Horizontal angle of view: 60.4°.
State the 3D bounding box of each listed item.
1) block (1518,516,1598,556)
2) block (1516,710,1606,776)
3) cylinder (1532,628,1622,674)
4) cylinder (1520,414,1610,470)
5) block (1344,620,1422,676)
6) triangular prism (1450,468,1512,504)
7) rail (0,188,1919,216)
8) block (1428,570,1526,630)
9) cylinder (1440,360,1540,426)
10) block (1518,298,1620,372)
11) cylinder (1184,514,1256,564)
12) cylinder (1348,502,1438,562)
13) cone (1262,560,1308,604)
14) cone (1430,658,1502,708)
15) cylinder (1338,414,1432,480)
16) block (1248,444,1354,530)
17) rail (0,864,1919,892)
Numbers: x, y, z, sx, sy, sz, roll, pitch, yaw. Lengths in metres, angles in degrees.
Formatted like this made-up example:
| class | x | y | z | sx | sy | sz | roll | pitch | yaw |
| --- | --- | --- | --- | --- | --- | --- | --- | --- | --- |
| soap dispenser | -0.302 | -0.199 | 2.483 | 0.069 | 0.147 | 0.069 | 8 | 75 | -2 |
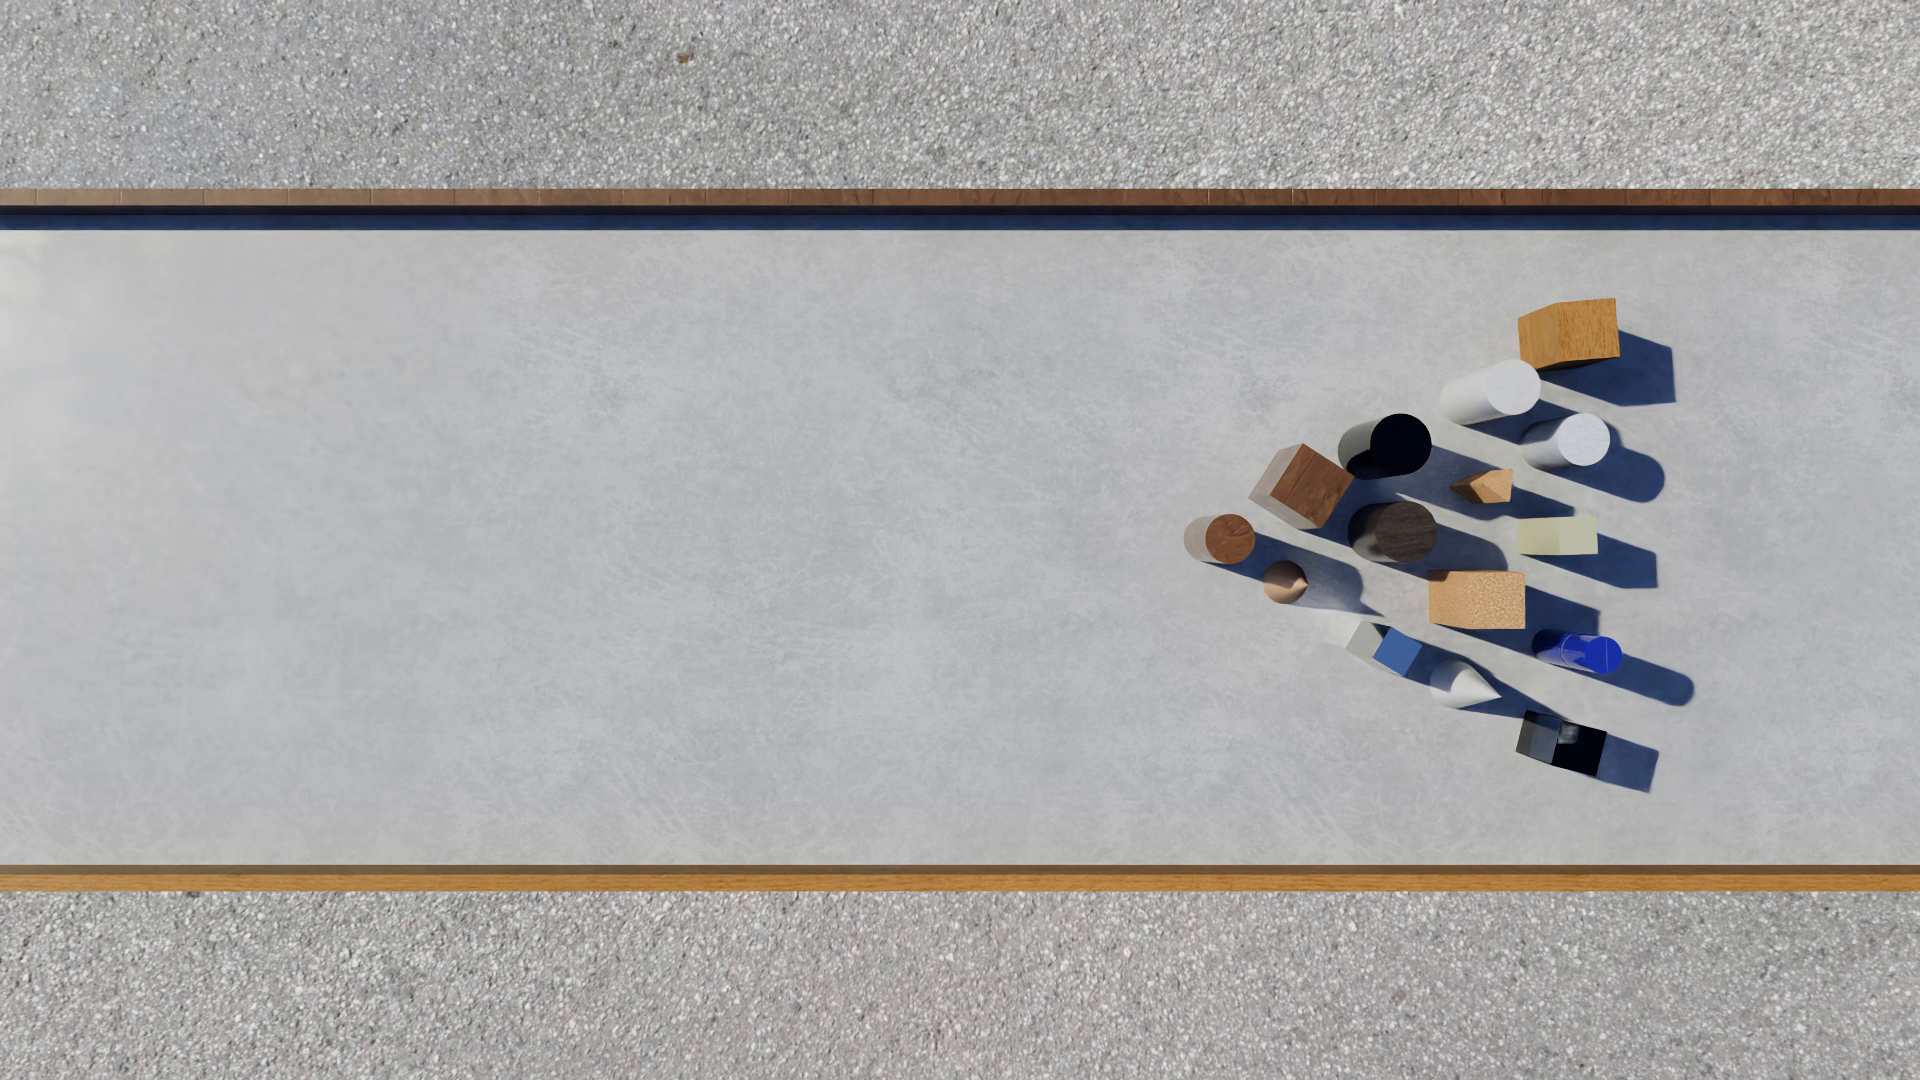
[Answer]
| class | x | y | z | sx | sy | sz | roll | pitch | yaw |
| --- | --- | --- | --- | --- | --- | --- | --- | --- | --- |
| block | 1.773 | -0.013 | 4.904 | 0.108 | 0.345 | 0.108 | -2 | 90 | 0 |
| block | 1.791 | 0.603 | 4.924 | 0.135 | 0.306 | 0.135 | 14 | 90 | 0 |
| cylinder | 1.812 | 0.325 | 4.862 | 0.106 | 0.430 | 0.106 | 0 | 90 | 0 |
| cylinder | 1.798 | -0.290 | 4.916 | 0.152 | 0.321 | 0.152 | 0 | 90 | 0 |
| block | 1.255 | 0.320 | 4.904 | 0.105 | 0.346 | 0.105 | 31 | 90 | 0 |
| triangular prism | 1.568 | -0.172 | 4.914 | 0.095 | 0.325 | 0.082 | 36 | 90 | 0 |
| rail | -2.247 | -1.025 | 5.002 | 12.000 | 0.150 | 0.050 | 0 | 90 | 0 |
| block | 1.524 | 0.172 | 4.879 | 0.160 | 0.394 | 0.160 | 0 | 90 | 0 |
| cylinder | 1.555 | -0.430 | 4.857 | 0.157 | 0.439 | 0.157 | 0 | 90 | 0 |
| block | 1.807 | -0.605 | 4.910 | 0.170 | 0.332 | 0.170 | -5 | 90 | 0 |
| cylinder | 0.758 | -0.003 | 4.852 | 0.141 | 0.450 | 0.141 | 0 | 90 | 0 |
| cylinder | 1.282 | -0.023 | 4.906 | 0.178 | 0.341 | 0.178 | 0 | 90 | 0 |
| cone | 0.999 | 0.130 | 4.905 | 0.135 | 0.343 | 0.135 | 0 | 90 | 0 |
| cone | 1.522 | 0.442 | 4.857 | 0.156 | 0.438 | 0.156 | 0 | 90 | 0 |
| cylinder | 1.250 | -0.272 | 4.877 | 0.176 | 0.400 | 0.176 | 0 | 90 | 0 |
| block | 1.008 | -0.155 | 4.898 | 0.177 | 0.357 | 0.177 | 33 | 90 | 0 |
| rail | -2.247 | 1.025 | 5.001 | 12.000 | 0.150 | 0.050 | 0 | 90 | 0 |
